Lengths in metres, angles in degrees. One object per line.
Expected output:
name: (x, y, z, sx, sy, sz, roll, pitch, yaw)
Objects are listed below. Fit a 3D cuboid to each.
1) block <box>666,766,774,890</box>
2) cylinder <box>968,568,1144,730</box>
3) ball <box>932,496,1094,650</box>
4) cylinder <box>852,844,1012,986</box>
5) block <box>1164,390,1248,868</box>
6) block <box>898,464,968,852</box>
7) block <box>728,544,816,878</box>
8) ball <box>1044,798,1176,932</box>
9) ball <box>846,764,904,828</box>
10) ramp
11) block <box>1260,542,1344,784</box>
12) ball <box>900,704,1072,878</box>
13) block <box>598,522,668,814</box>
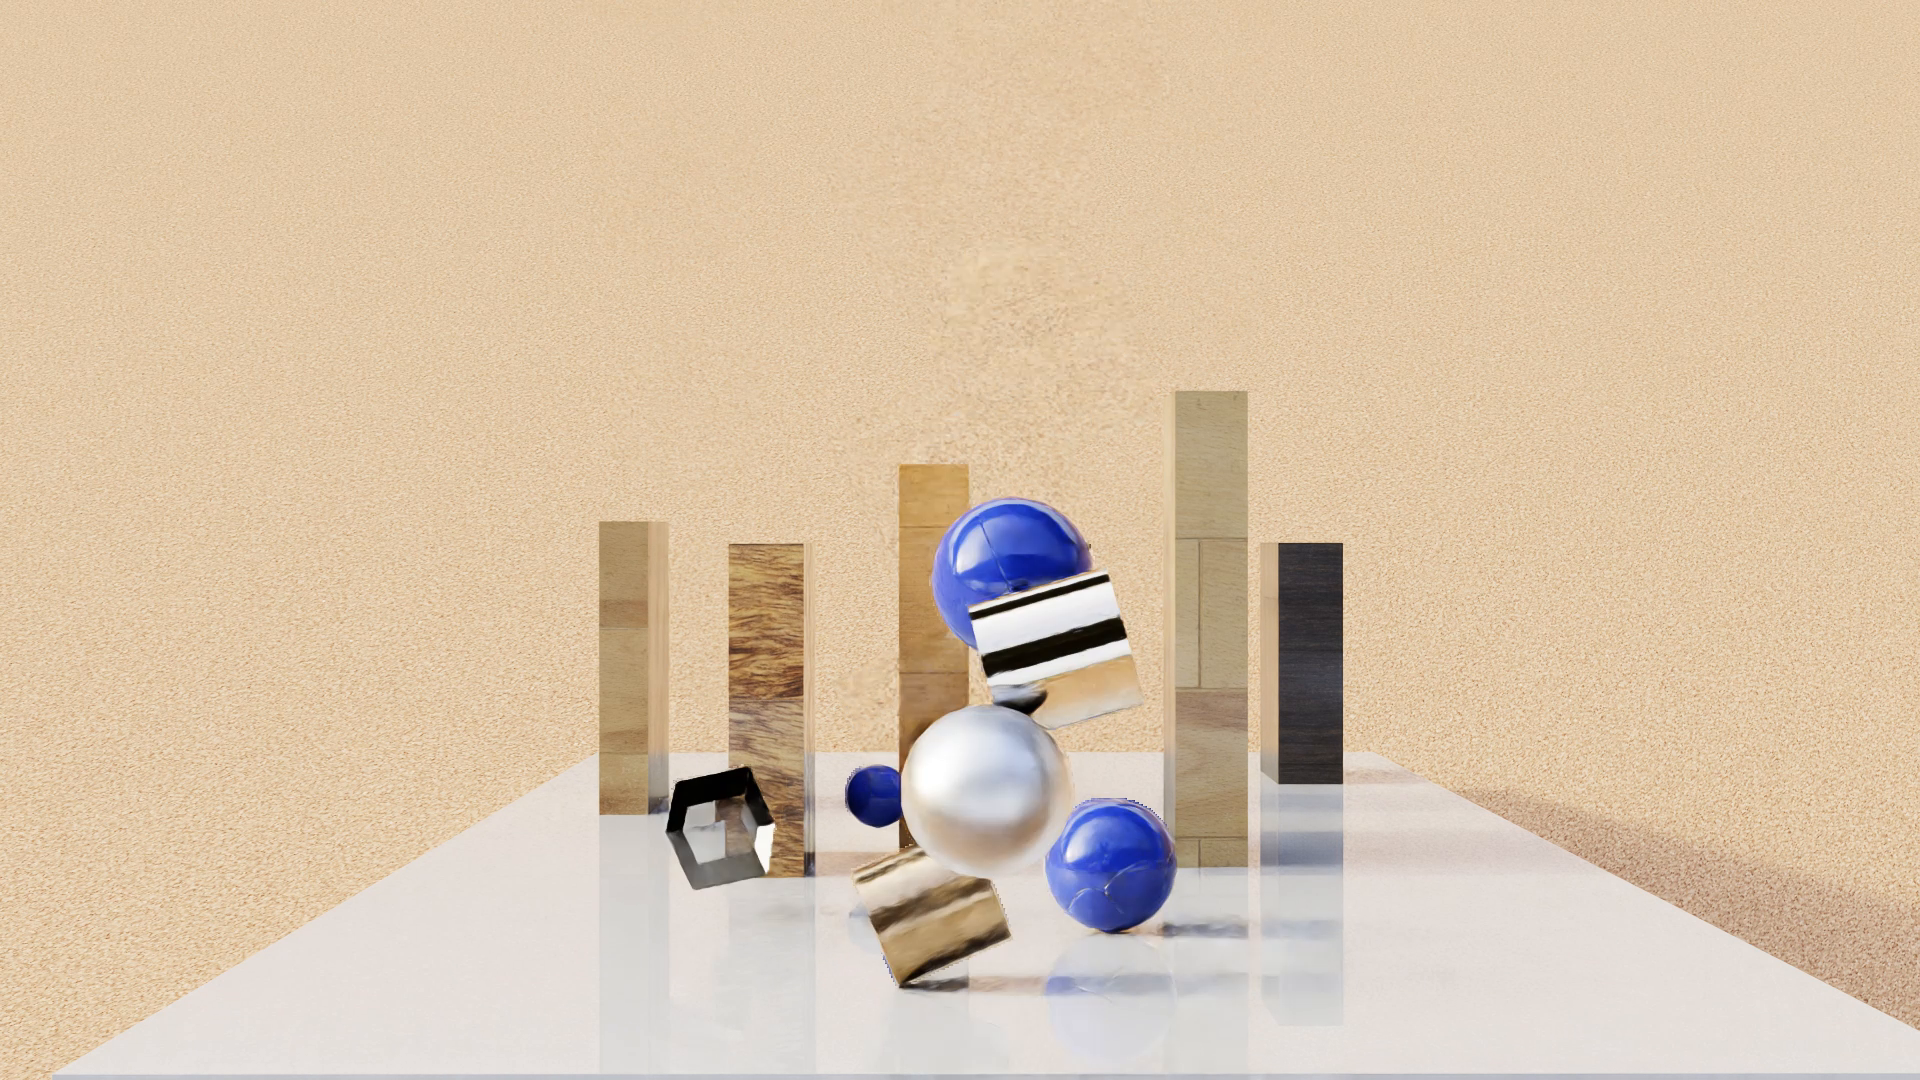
block: (-0.348, 0.421, 3.773, 0.114, 0.114, 0.114, -13, 33, 11)
cylinder: (0.100, 0.120, 2.706, 0.149, 0.149, 0.149, -16, 31, 1)
ball: (0.064, 0.045, 3.103, 0.195, 0.195, 0.195, 0, 30, 0)
cylinder: (-0.035, 0.448, 3.177, 0.150, 0.150, 0.150, -22, 33, -4)
block: (0.420, 0.149, 4.448, 0.121, 0.797, 0.249, 0, 0, 0)
block: (-0.045, 0.209, 4.636, 0.119, 0.676, 0.377, 0, 0, 0)
block: (-0.314, 0.276, 4.365, 0.122, 0.542, 0.342, 0, 0, 0)
ball: (0.211, 0.455, 3.621, 0.184, 0.184, 0.184, 0, 30, 0)
ball: (-0.140, 0.436, 4.406, 0.108, 0.108, 0.108, 0, 30, 0)
ramp: (0.067, 0.597, 4.654, 2.000, 0.100, 4.000, 0, 0, 0)
block: (0.784, 0.276, 5.957, 0.145, 0.540, 0.347, 0, 0, 0)
ball: (0.026, 0.251, 2.587, 0.173, 0.173, 0.173, 0, 30, 0)
block: (-0.670, 0.255, 5.335, 0.098, 0.584, 0.371, 0, 0, 0)
